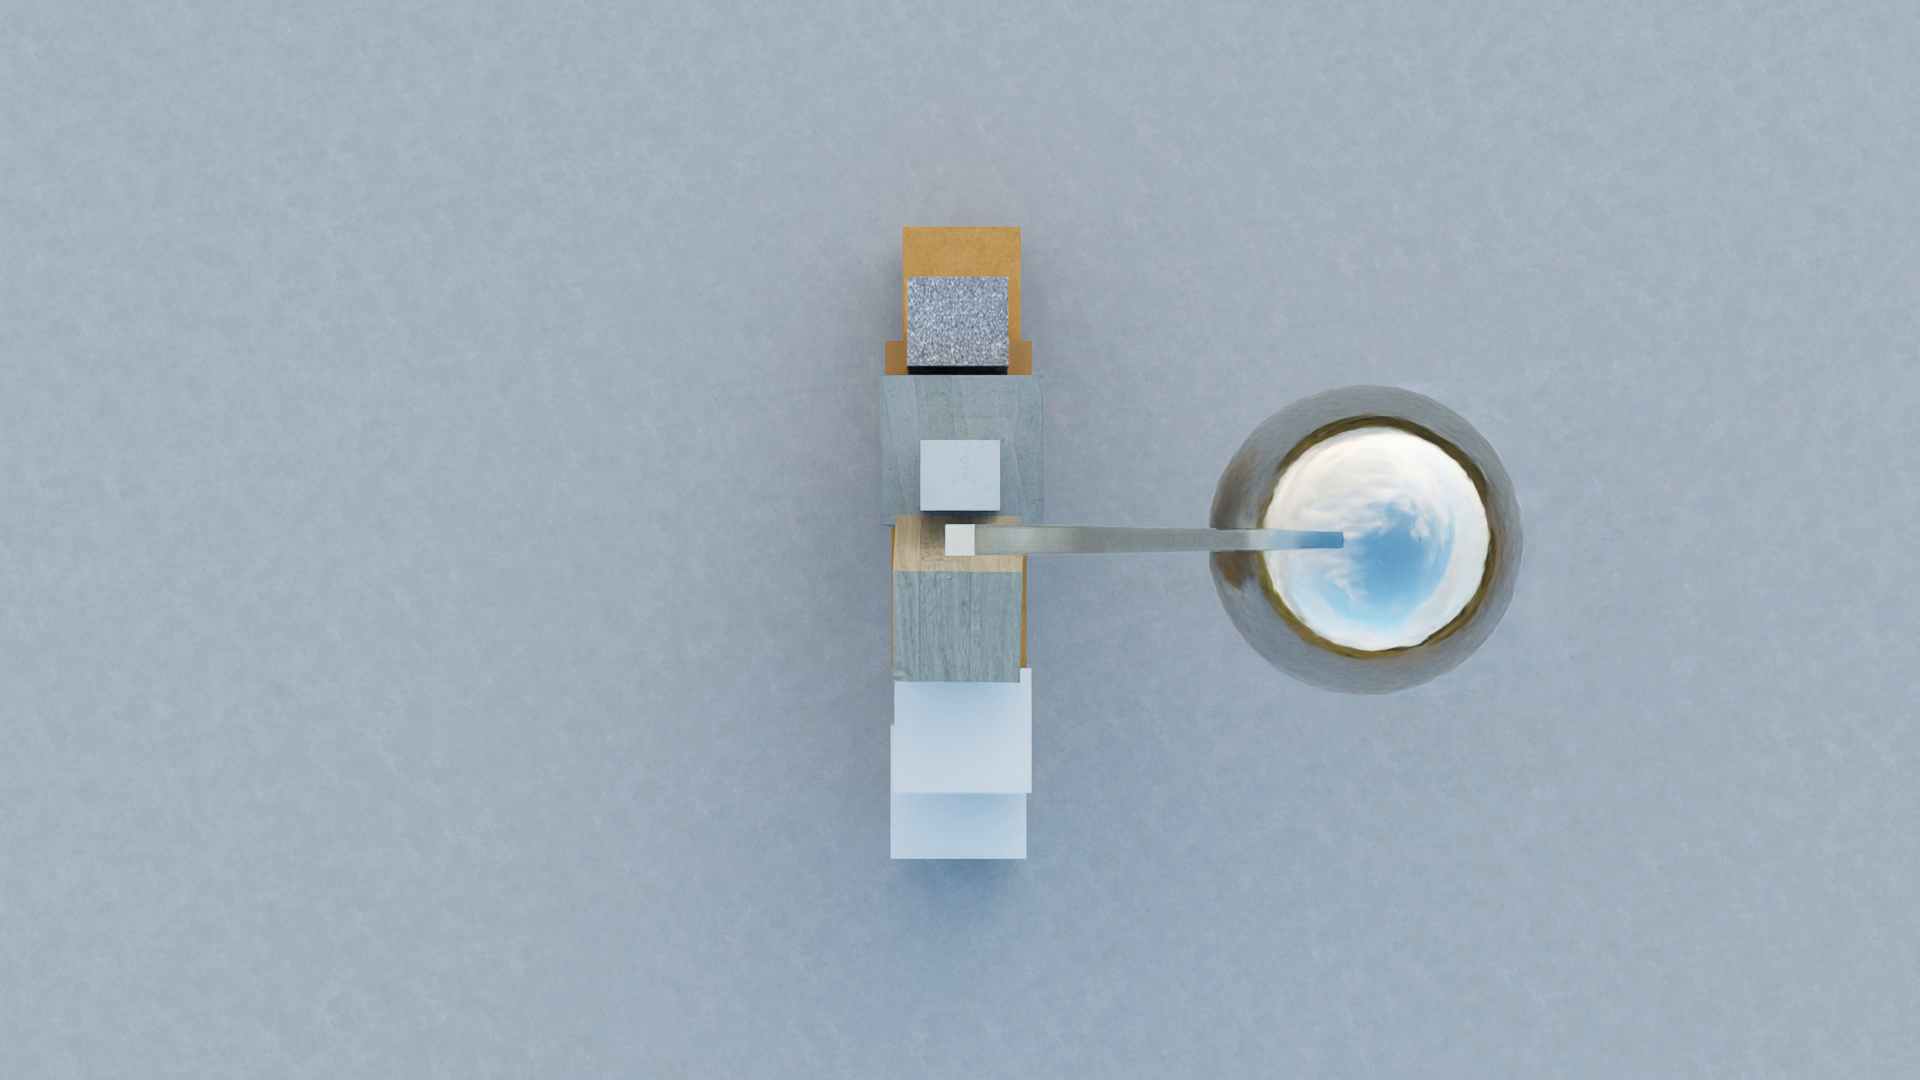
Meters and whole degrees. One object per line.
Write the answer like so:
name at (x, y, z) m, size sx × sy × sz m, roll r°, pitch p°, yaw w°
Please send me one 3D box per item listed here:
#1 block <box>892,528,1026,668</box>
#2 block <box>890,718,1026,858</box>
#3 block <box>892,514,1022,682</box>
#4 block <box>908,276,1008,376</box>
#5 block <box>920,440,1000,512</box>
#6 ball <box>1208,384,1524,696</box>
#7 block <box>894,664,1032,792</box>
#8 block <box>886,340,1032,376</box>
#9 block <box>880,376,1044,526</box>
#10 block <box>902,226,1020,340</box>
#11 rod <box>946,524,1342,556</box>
block at (-0.005, 0.304, 12.030) m, size 0.713 × 0.734 × 0.745 m, roll 0°, pitch 90°, yaw 0°
block at (-0.009, 1.399, 12.606) m, size 0.753 × 0.788 × 0.740 m, roll 0°, pitch 90°, yaw 0°
block at (-0.012, 0.296, 11.246) m, size 0.640 × 0.610 × 0.635 m, roll 1°, pitch 117°, yaw 0°
block at (-0.011, -1.129, 11.880) m, size 0.533 × 0.551 × 0.474 m, roll 0°, pitch 84°, yaw 0°
block at (0.001, -0.323, 11.182) m, size 0.396 × 0.431 × 0.349 m, roll 0°, pitch 90°, yaw 0°
ball at (2.074, 0.000, 11.302) m, size 1.600 × 1.600 × 1.600 m, roll 0°, pitch 90°, yaw 0°
block at (0.015, 1.008, 11.883) m, size 0.720 × 0.658 × 0.652 m, roll 0°, pitch 89°, yaw 0°
block at (-0.009, -0.703, 12.577) m, size 0.810 × 0.846 × 0.796 m, roll 0°, pitch 90°, yaw 0°
block at (0.011, -0.467, 11.776) m, size 0.847 × 0.756 × 0.776 m, roll 0°, pitch 90°, yaw 0°
block at (0.009, -1.440, 12.707) m, size 0.666 × 0.586 × 0.658 m, roll 0°, pitch 90°, yaw 0°
rod at (0.899, 0.000, 8.112) m, size 0.080 × 5.200 × 0.080 m, roll 0°, pitch 90°, yaw 20°
